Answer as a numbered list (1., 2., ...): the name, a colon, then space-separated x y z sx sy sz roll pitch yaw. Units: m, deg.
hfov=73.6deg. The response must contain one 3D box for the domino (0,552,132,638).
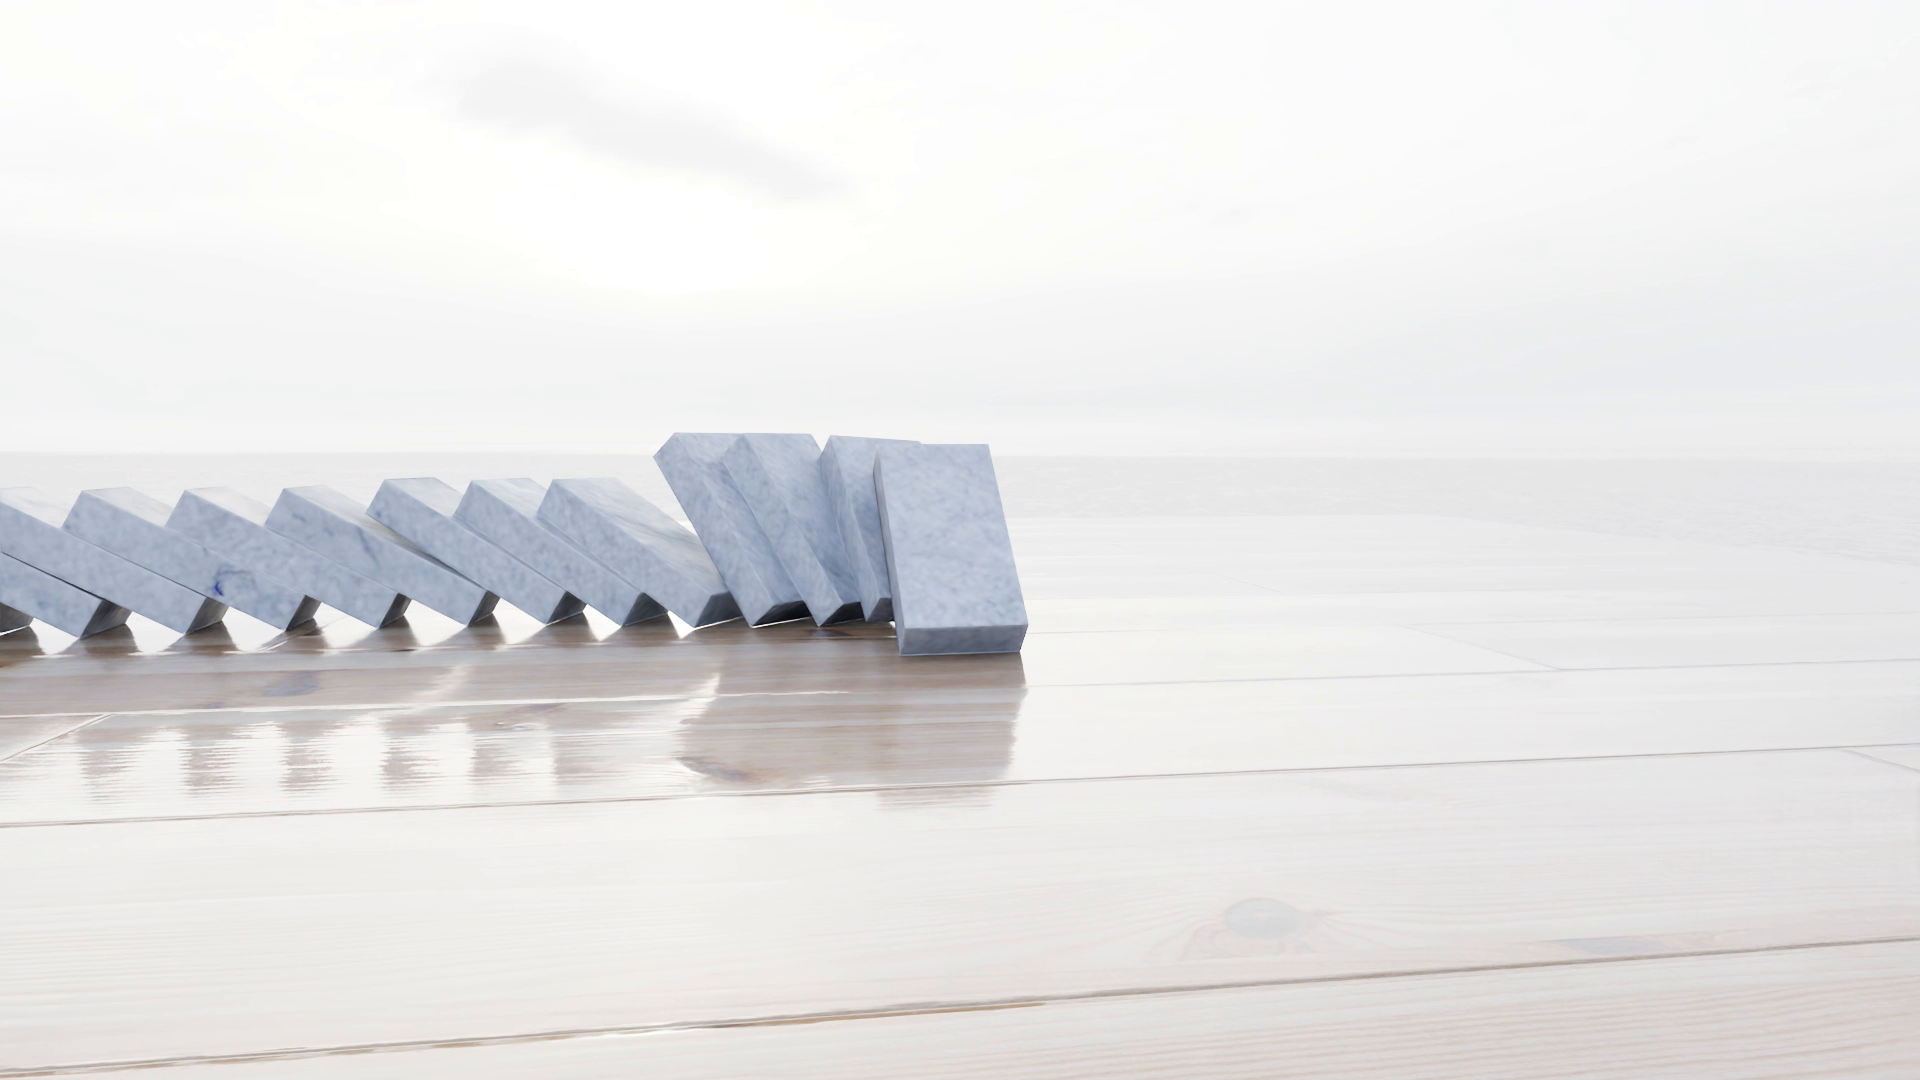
1. domino: -0.214 0.004 0.287 0.050 0.009 0.025 30 -3 -13

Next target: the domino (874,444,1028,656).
1. domino: -0.003 0.001 0.272 0.025 0.050 0.010 -1 -40 -12

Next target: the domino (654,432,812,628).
1. domino: -0.052 -0.003 0.312 0.010 0.050 0.025 -41 -18 28

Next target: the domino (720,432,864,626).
1. domino: -0.036 -0.004 0.314 0.009 0.050 0.025 -42 -19 29

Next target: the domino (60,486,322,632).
1. domino: -0.175 0.004 0.298 0.050 0.010 0.025 29 -3 -13

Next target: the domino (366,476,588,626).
1. domino: -0.115 0.002 0.313 0.050 0.009 0.025 32 5 1

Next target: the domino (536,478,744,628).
1. domino: -0.075 0.002 0.311 0.050 0.010 0.025 34 14 15

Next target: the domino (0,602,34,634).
1. domino: -0.233 0.005 0.282 0.050 0.010 0.025 30 -4 -13

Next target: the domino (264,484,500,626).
1. domino: -0.136 0.003 0.308 0.050 0.009 0.025 29 0 -8

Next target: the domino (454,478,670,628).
1. domino: -0.095 0.002 0.313 0.050 0.010 0.025 32 10 9

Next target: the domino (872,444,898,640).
1. domino: -0.004 0.000 0.286 0.025 0.050 0.009 -1 -40 -12

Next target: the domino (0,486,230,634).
1. domino: -0.195 0.004 0.292 0.050 0.010 0.025 29 -3 -13

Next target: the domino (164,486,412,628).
1. domino: -0.156 0.004 0.303 0.050 0.009 0.025 28 -1 -11

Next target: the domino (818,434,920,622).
1. domino: -0.016 -0.003 0.312 0.025 0.050 0.010 2 -39 -29
